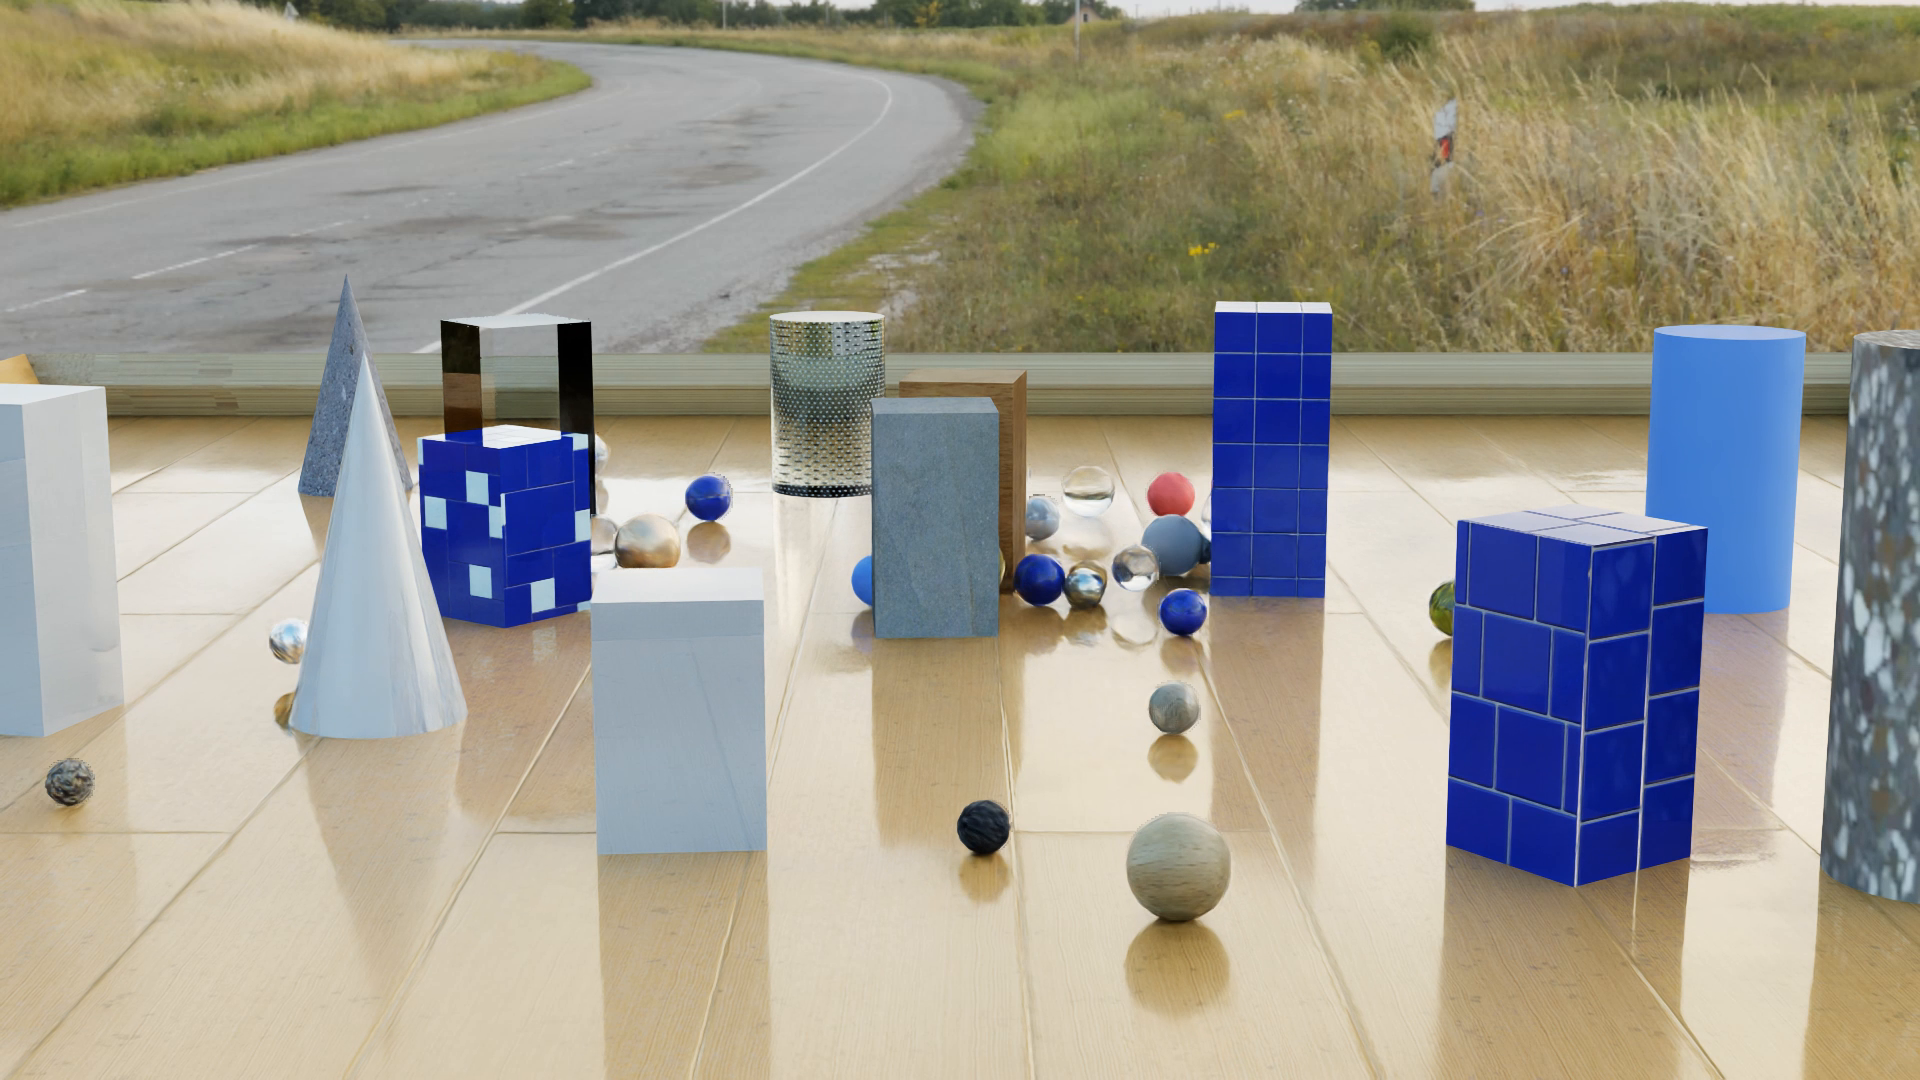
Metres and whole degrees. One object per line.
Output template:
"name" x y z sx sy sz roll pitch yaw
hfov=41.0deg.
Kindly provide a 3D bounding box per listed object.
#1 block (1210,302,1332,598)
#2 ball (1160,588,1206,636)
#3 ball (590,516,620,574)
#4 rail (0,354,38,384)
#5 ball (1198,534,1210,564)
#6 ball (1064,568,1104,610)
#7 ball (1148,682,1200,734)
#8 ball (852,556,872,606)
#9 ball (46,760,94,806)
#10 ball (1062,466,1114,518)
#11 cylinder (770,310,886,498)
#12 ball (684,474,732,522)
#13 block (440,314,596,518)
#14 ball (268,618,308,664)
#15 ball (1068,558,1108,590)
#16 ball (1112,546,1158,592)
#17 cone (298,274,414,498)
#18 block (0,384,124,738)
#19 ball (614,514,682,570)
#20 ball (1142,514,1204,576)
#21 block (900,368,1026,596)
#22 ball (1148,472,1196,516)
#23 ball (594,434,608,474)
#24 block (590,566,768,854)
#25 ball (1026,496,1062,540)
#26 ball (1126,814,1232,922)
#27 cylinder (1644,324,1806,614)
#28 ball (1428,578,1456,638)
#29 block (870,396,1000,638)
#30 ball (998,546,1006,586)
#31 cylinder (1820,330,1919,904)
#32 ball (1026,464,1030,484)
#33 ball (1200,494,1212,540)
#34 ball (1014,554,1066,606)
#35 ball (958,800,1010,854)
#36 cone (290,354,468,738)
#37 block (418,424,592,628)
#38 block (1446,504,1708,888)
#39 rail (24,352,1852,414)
"block" 0.436 -0.130 3.606 0.159 0.395 0.159 1 11 6
"ball" 0.288 0.093 3.317 0.061 0.061 0.061 0 10 0
"ball" -0.523 0.008 3.714 0.085 0.085 0.085 0 10 0
"rail" -1.930 0.035 3.438 0.045 0.129 3.988 0 10 0
"ball" 0.359 0.013 3.796 0.044 0.044 0.044 0 10 0
"ball" 0.168 0.066 3.476 0.056 0.056 0.056 0 10 0
"ball" 0.236 0.186 2.829 0.057 0.057 0.057 0 10 0
"ball" -0.112 0.055 3.492 0.072 0.072 0.072 0 10 0
"ball" -0.887 0.242 2.556 0.045 0.045 0.045 0 10 0
"ball" 0.210 -0.079 4.181 0.086 0.086 0.086 0 10 0
"cylinder" -0.229 -0.237 4.446 0.198 0.300 0.198 0 10 0
"ball" -0.407 -0.068 4.149 0.075 0.075 0.075 0 10 0
"block" -0.644 -0.140 3.747 0.159 0.362 0.159 -8 13 -38
"ball" -0.802 0.122 3.083 0.055 0.055 0.055 0 10 0
"ball" 0.176 0.054 3.538 0.057 0.057 0.057 0 10 0
"ball" 0.241 0.039 3.529 0.064 0.064 0.064 0 10 0
"cone" -1.055 -0.276 4.446 0.198 0.376 0.198 0 10 0
"block" -1.063 0.018 2.878 0.159 0.368 0.159 3 11 14
"ball" -0.446 0.010 3.667 0.096 0.096 0.096 0 10 0
"ball" 0.306 0.007 3.702 0.089 0.089 0.089 0 10 0
"block" 0.006 -0.085 3.633 0.159 0.297 0.159 1 11 8
"ball" 0.342 -0.071 4.160 0.078 0.078 0.078 0 10 0
"ball" -0.670 -0.152 4.591 0.081 0.081 0.081 0 10 0
"block" -0.267 0.160 2.461 0.159 0.240 0.159 -1 11 -5
"ball" 0.123 -0.033 3.982 0.067 0.067 0.067 0 10 0
"ball" 0.188 0.282 2.211 0.091 0.091 0.091 0 10 0
"cylinder" 1.044 -0.100 3.514 0.198 0.370 0.198 0 10 0
"ball" 0.642 0.088 3.303 0.077 0.077 0.077 0 10 0
"block" -0.034 -0.032 3.360 0.159 0.291 0.159 -1 11 -3
"ball" 0.013 0.036 3.522 0.098 0.098 0.098 0 10 0
"cylinder" 0.890 0.065 2.299 0.198 0.487 0.198 0 10 0
"ball" 0.098 -0.116 4.478 0.050 0.050 0.050 0 10 0
"ball" 0.402 -0.032 3.760 0.099 0.099 0.099 0 10 0
"ball" 0.109 0.054 3.499 0.072 0.072 0.072 0 10 0
"ball" 0.022 0.268 2.400 0.050 0.050 0.050 0 10 0
"cone" -0.658 -0.005 2.871 0.198 0.417 0.198 0 10 0
"block" -0.611 -0.021 3.449 0.159 0.238 0.159 8 13 37
"block" 0.571 0.138 2.384 0.159 0.312 0.159 -7 13 -34
"rail" -0.011 -0.325 5.386 3.908 0.129 0.045 0 10 0
